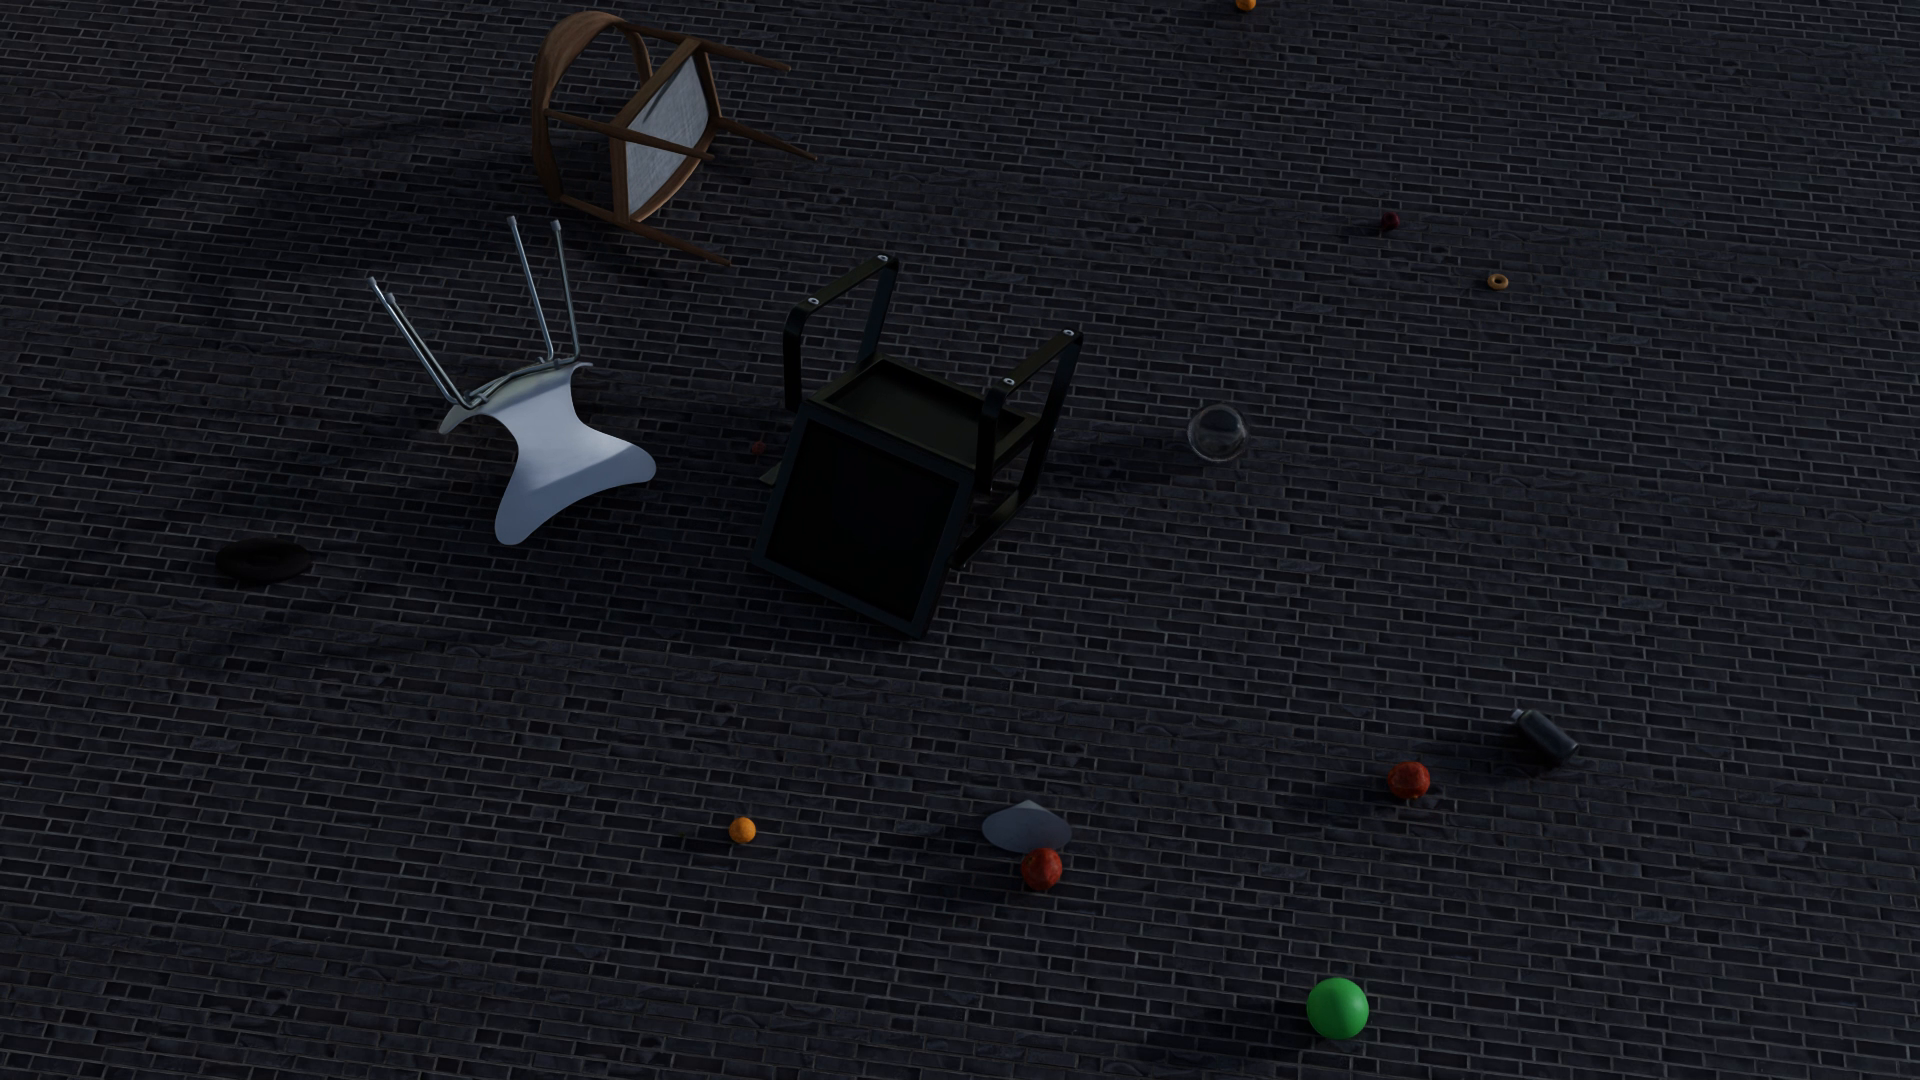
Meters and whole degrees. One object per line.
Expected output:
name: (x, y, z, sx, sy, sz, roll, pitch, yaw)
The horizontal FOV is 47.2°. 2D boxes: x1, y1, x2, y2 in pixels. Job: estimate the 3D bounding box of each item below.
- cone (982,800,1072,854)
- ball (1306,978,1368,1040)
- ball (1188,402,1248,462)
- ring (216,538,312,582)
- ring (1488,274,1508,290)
cone: (0.185, 0.754, 6.028, 0.245, 0.151, 0.147, 4, 29, 1)
ball: (0.973, 1.208, 5.667, 0.160, 0.160, 0.160, 0, 56, 0)
ball: (0.785, -0.327, 6.683, 0.184, 0.184, 0.184, 0, 56, 0)
ring: (-2.063, 0.059, 6.511, 0.285, 0.040, 0.152, 2, 57, 1)
ring: (1.742, -0.836, 7.123, 0.068, 0.021, 0.061, -1, 57, -2)
